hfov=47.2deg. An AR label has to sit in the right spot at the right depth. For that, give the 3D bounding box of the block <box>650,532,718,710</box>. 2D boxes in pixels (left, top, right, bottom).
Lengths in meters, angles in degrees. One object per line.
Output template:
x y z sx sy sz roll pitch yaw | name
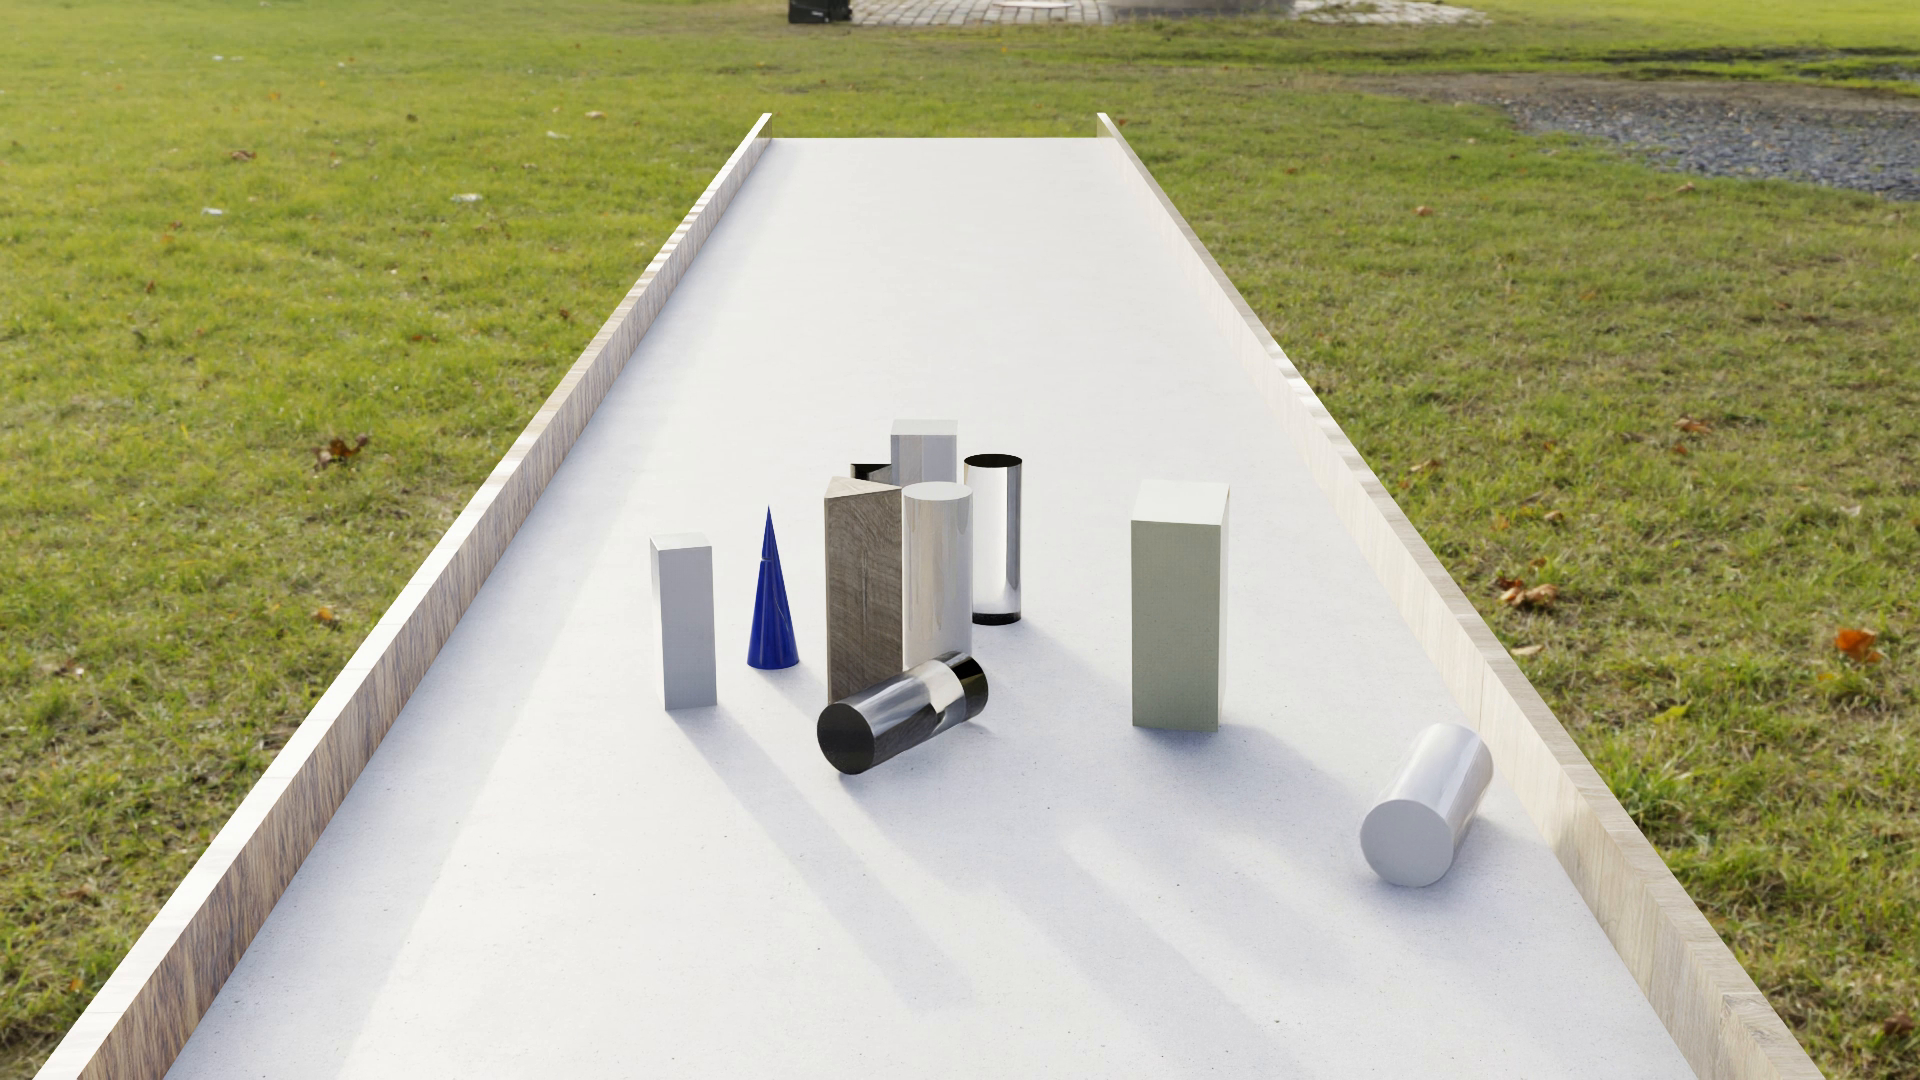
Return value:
-0.523 0.152 4.160 0.100 0.316 0.100 -5 17 -16 | block

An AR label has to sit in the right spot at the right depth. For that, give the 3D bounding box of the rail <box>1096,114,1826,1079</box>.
0.932 -0.844 7.801 0.050 0.150 12.000 0 17 -1 | rail

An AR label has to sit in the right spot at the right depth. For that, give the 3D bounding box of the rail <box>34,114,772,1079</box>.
-1.118 -0.838 7.780 0.050 0.150 12.000 0 17 -1 | rail

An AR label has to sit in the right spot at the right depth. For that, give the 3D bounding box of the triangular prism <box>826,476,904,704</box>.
-0.205 0.103 4.126 0.153 0.430 0.133 -8 18 -26 | triangular prism

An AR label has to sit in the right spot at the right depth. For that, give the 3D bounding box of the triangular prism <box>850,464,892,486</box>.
-0.199 0.000 4.659 0.075 0.324 0.087 10 19 31 | triangular prism

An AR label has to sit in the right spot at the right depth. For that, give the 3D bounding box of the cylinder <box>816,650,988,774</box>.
-0.100 0.308 3.961 0.131 0.131 0.337 12 20 35 | cylinder

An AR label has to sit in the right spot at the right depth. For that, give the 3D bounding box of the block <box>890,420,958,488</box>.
-0.077 -0.078 4.868 0.144 0.354 0.144 0 17 1 | block

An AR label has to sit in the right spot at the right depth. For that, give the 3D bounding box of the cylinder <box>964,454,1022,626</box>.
0.069 -0.001 4.630 0.123 0.342 0.123 0 17 0 | cylinder

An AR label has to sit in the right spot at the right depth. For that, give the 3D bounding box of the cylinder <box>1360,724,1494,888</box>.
0.757 0.423 3.549 0.146 0.146 0.346 7 18 22 | cylinder

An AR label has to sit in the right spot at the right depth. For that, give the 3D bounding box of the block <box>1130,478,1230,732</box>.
0.403 0.121 4.017 0.158 0.433 0.158 3 29 11 | block

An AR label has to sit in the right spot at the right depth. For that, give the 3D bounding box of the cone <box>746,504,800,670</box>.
-0.376 0.084 4.366 0.108 0.329 0.108 0 17 0 | cone

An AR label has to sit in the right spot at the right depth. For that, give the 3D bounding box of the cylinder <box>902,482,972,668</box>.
-0.045 0.073 4.364 0.140 0.353 0.140 0 17 0 | cylinder
